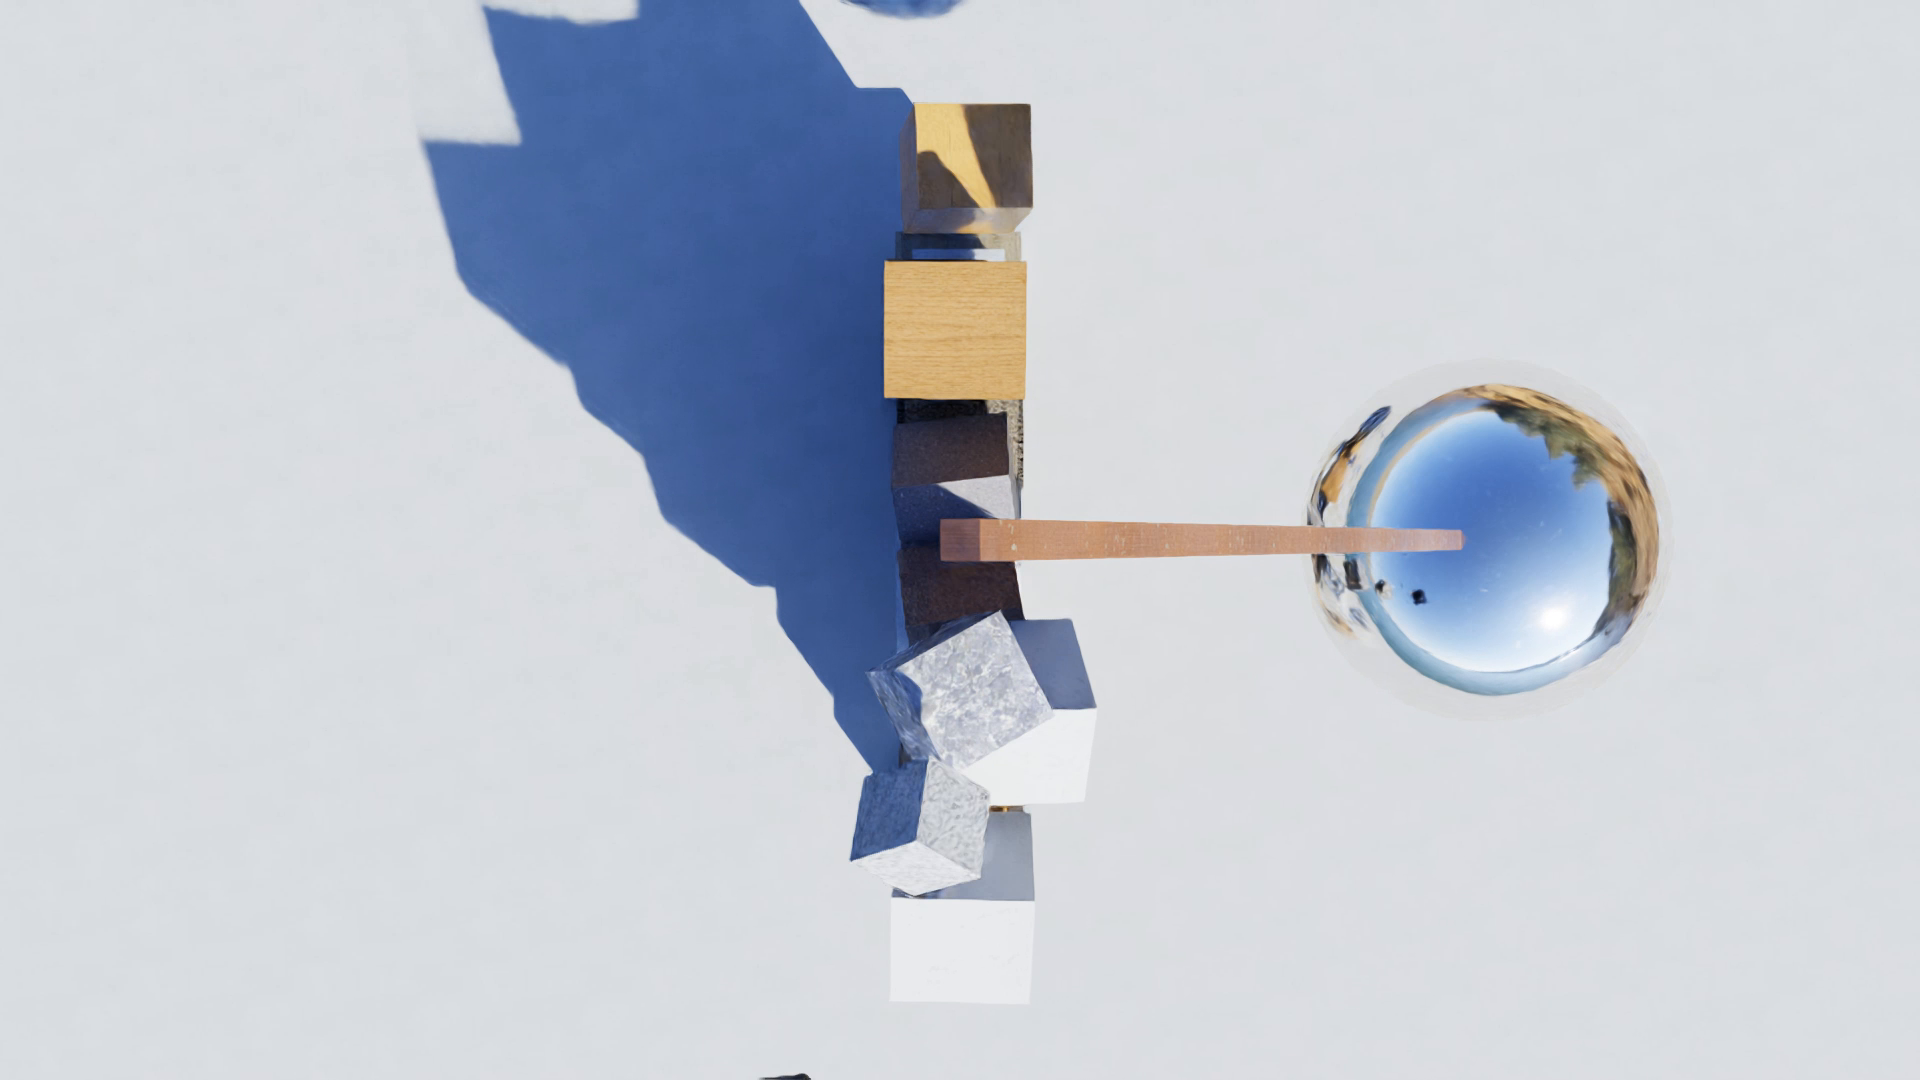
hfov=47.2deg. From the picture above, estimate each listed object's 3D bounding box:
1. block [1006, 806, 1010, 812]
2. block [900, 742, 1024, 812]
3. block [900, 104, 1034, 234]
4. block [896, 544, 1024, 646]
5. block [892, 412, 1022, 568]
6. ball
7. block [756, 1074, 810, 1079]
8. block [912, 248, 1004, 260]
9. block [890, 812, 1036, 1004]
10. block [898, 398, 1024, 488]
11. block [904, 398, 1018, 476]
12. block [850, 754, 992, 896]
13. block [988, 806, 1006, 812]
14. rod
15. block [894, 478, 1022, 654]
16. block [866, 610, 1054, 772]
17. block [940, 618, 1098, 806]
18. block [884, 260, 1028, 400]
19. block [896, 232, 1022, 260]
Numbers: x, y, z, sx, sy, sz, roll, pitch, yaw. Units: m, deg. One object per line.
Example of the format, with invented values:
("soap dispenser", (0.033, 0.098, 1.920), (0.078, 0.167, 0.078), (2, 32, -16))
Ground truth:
("block", (-0.011, 1.610, 11.019), (0.484, 0.519, 0.519), (4, 119, -2))
("block", (-0.001, 1.460, 11.632), (0.646, 0.671, 0.545), (1, 122, 0))
("block", (0.024, -1.891, 11.251), (0.578, 0.646, 0.527), (-2, 87, -9))
("block", (0.031, 0.386, 10.890), (0.568, 0.581, 0.526), (-10, 129, 1))
("block", (-0.016, -0.233, 11.291), (0.590, 0.651, 0.541), (-6, 122, 4))
("ball", (2.295, 0.000, 9.647), (1.600, 1.600, 1.600), (0, 90, 0))
("block", (-0.632, 2.199, 7.434), (0.457, 0.508, 0.545), (-17, 121, 38))
("block", (-0.009, -1.259, 11.958), (0.494, 0.562, 0.520), (0, 83, 0))
("block", (0.007, 1.726, 10.391), (0.650, 0.687, 0.597), (2, 119, -1))
("block", (0.003, -0.678, 12.609), (0.703, 0.782, 0.771), (0, 90, 0))
("block", (0.006, -0.656, 11.910), (0.598, 0.615, 0.610), (0, 90, 0))
("block", (-0.157, 1.152, 8.849), (0.363, 0.380, 0.380), (34, 50, -34))
("block", (0.029, 1.101, 10.954), (0.412, 0.516, 0.423), (4, 119, -3))
("rod", (0.994, 0.000, 6.505), (0.080, 5.200, 0.080), (0, 90, 22))
("block", (-0.004, 0.159, 12.044), (0.671, 0.701, 0.785), (0, 116, 1))
("block", (-0.006, 0.667, 9.533), (0.535, 0.477, 0.513), (-29, 94, -18))
("block", (0.249, 0.817, 10.454), (0.633, 0.654, 0.587), (-2, 127, -9))
("block", (-0.022, -1.039, 10.772), (0.677, 0.608, 0.651), (1, 98, 0))
("block", (-0.008, -1.397, 12.634), (0.703, 0.731, 0.649), (0, 90, 0))
